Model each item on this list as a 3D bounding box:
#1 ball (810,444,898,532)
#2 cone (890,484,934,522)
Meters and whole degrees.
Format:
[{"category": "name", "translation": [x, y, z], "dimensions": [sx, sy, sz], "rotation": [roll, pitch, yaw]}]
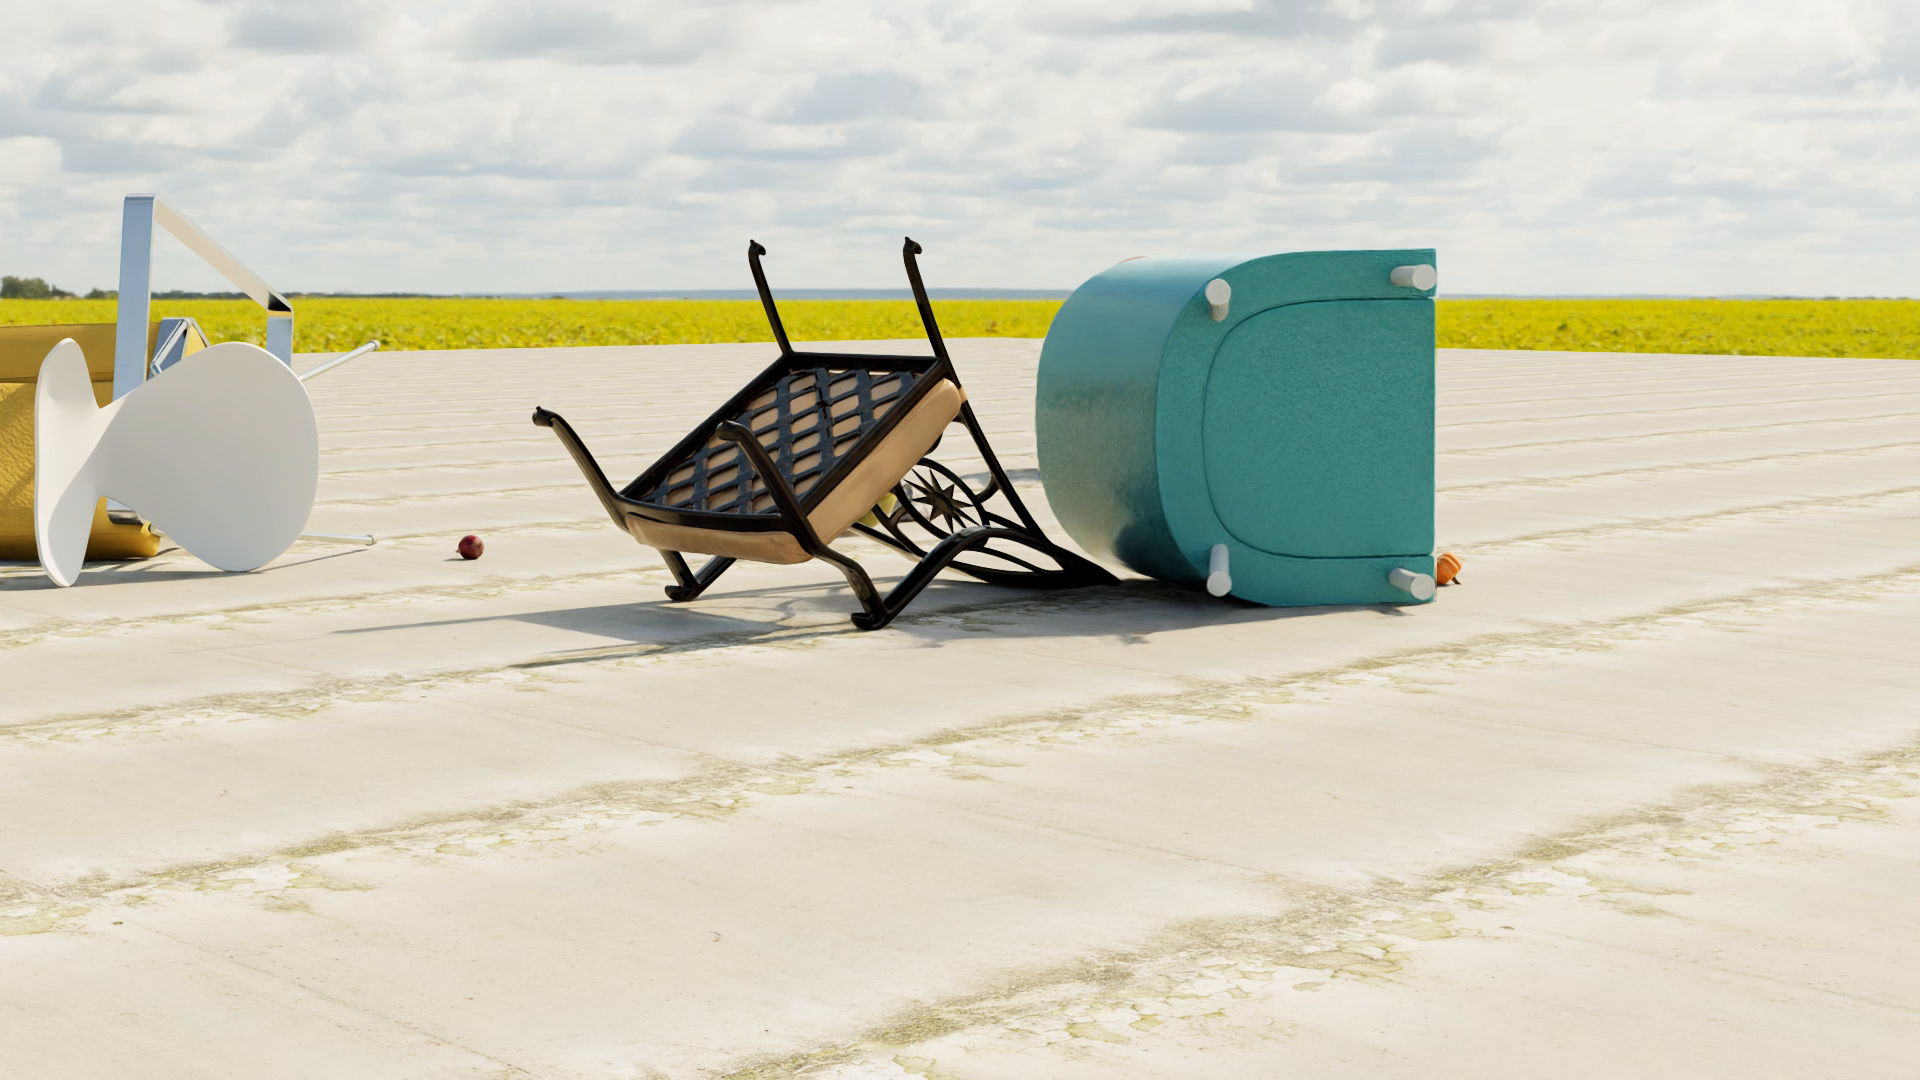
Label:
[{"category": "ball", "translation": [-0.272, -0.133, 6.605], "dimensions": [0.225, 0.225, 0.225], "rotation": [0, 6, 0]}, {"category": "cone", "translation": [-0.113, -0.078, 6.932], "dimensions": [0.109, 0.102, 0.133], "rotation": [27, 21, -25]}]
